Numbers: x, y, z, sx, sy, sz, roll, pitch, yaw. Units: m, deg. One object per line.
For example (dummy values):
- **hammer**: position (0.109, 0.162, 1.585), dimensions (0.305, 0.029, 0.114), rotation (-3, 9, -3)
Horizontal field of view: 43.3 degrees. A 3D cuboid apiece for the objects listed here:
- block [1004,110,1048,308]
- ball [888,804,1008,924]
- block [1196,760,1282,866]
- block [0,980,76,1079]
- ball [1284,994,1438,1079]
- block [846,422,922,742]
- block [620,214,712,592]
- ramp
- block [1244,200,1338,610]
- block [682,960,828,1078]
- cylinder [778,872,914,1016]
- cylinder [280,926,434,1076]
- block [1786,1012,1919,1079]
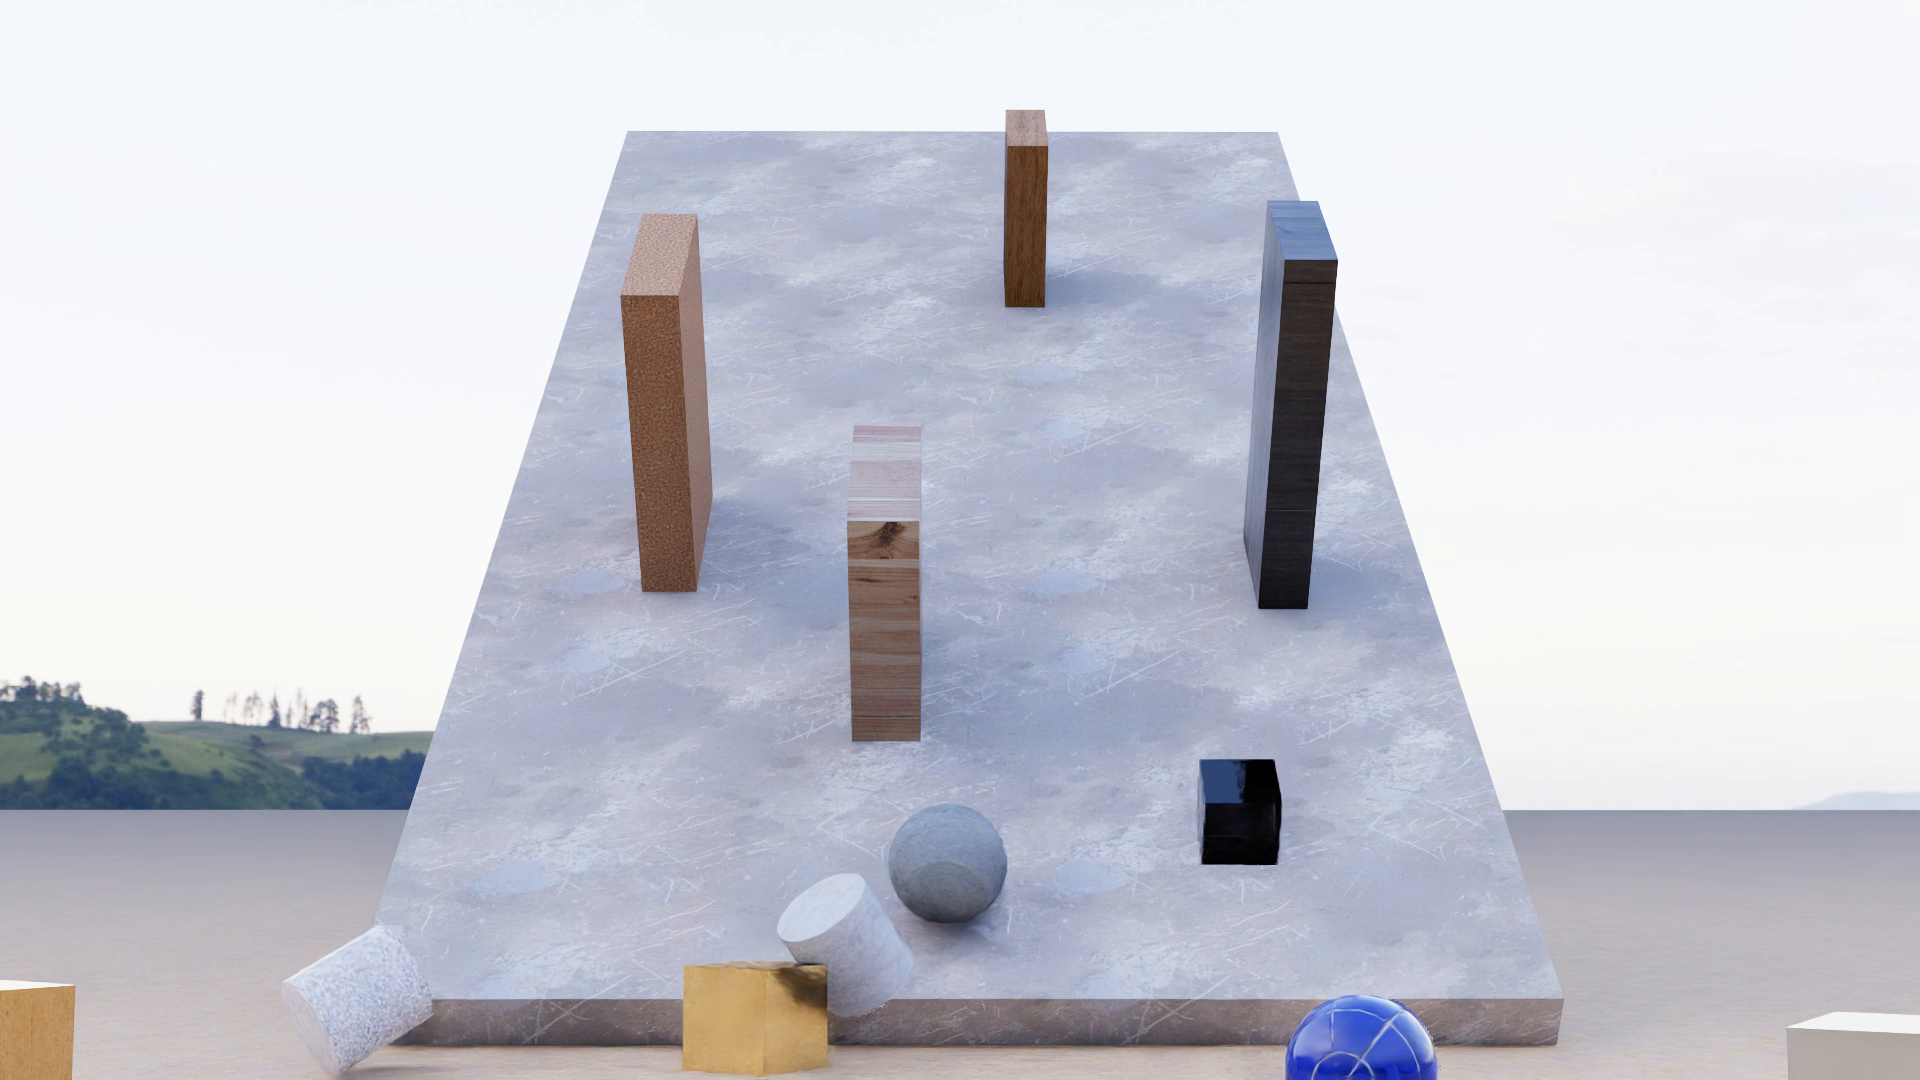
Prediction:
- **block**: position (0.170, -0.867, 6.325), dimensions (0.103, 0.446, 0.265), rotation (0, 30, 0)
- **ball**: position (-0.021, 0.552, 4.126), dimensions (0.203, 0.203, 0.203), rotation (0, -6, 0)
- **block**: position (0.496, 0.485, 4.313), dimensions (0.134, 0.134, 0.134), rotation (0, 30, 0)
- **block**: position (-1.265, 0.659, 3.115), dimensions (0.165, 0.165, 0.165), rotation (-4, -7, 34)
- **ball**: position (0.469, 0.621, 2.827), dimensions (0.178, 0.178, 0.178), rotation (0, -6, 0)
- **block**: position (-0.141, 0.078, 4.661), dimensions (0.131, 0.484, 0.387), rotation (0, 30, 0)
- **block**: position (-0.611, -0.290, 5.093), dimensions (0.114, 0.681, 0.413), rotation (0, 30, 0)
- **ramp**: position (-0.013, -0.208, 5.733), dimensions (2.000, 0.100, 4.000), rotation (0, 30, 0)
- **block**: position (0.672, -0.271, 4.963), dimensions (0.103, 0.789, 0.297), rotation (0, 30, 0)
- **block**: position (-0.310, 0.724, 3.673), dimensions (0.156, 0.156, 0.156), rotation (-4, -7, 33)
- **cylinder**: position (-0.178, 0.633, 3.788), dimensions (0.158, 0.158, 0.158), rotation (-27, 21, 11)
- **cylinder**: position (-0.900, 0.686, 3.611), dimensions (0.160, 0.160, 0.160), rotation (-30, 11, -32)
- **block**: position (0.889, 0.546, 2.225), dimensions (0.197, 0.197, 0.197), rotation (-4, -7, 32)
